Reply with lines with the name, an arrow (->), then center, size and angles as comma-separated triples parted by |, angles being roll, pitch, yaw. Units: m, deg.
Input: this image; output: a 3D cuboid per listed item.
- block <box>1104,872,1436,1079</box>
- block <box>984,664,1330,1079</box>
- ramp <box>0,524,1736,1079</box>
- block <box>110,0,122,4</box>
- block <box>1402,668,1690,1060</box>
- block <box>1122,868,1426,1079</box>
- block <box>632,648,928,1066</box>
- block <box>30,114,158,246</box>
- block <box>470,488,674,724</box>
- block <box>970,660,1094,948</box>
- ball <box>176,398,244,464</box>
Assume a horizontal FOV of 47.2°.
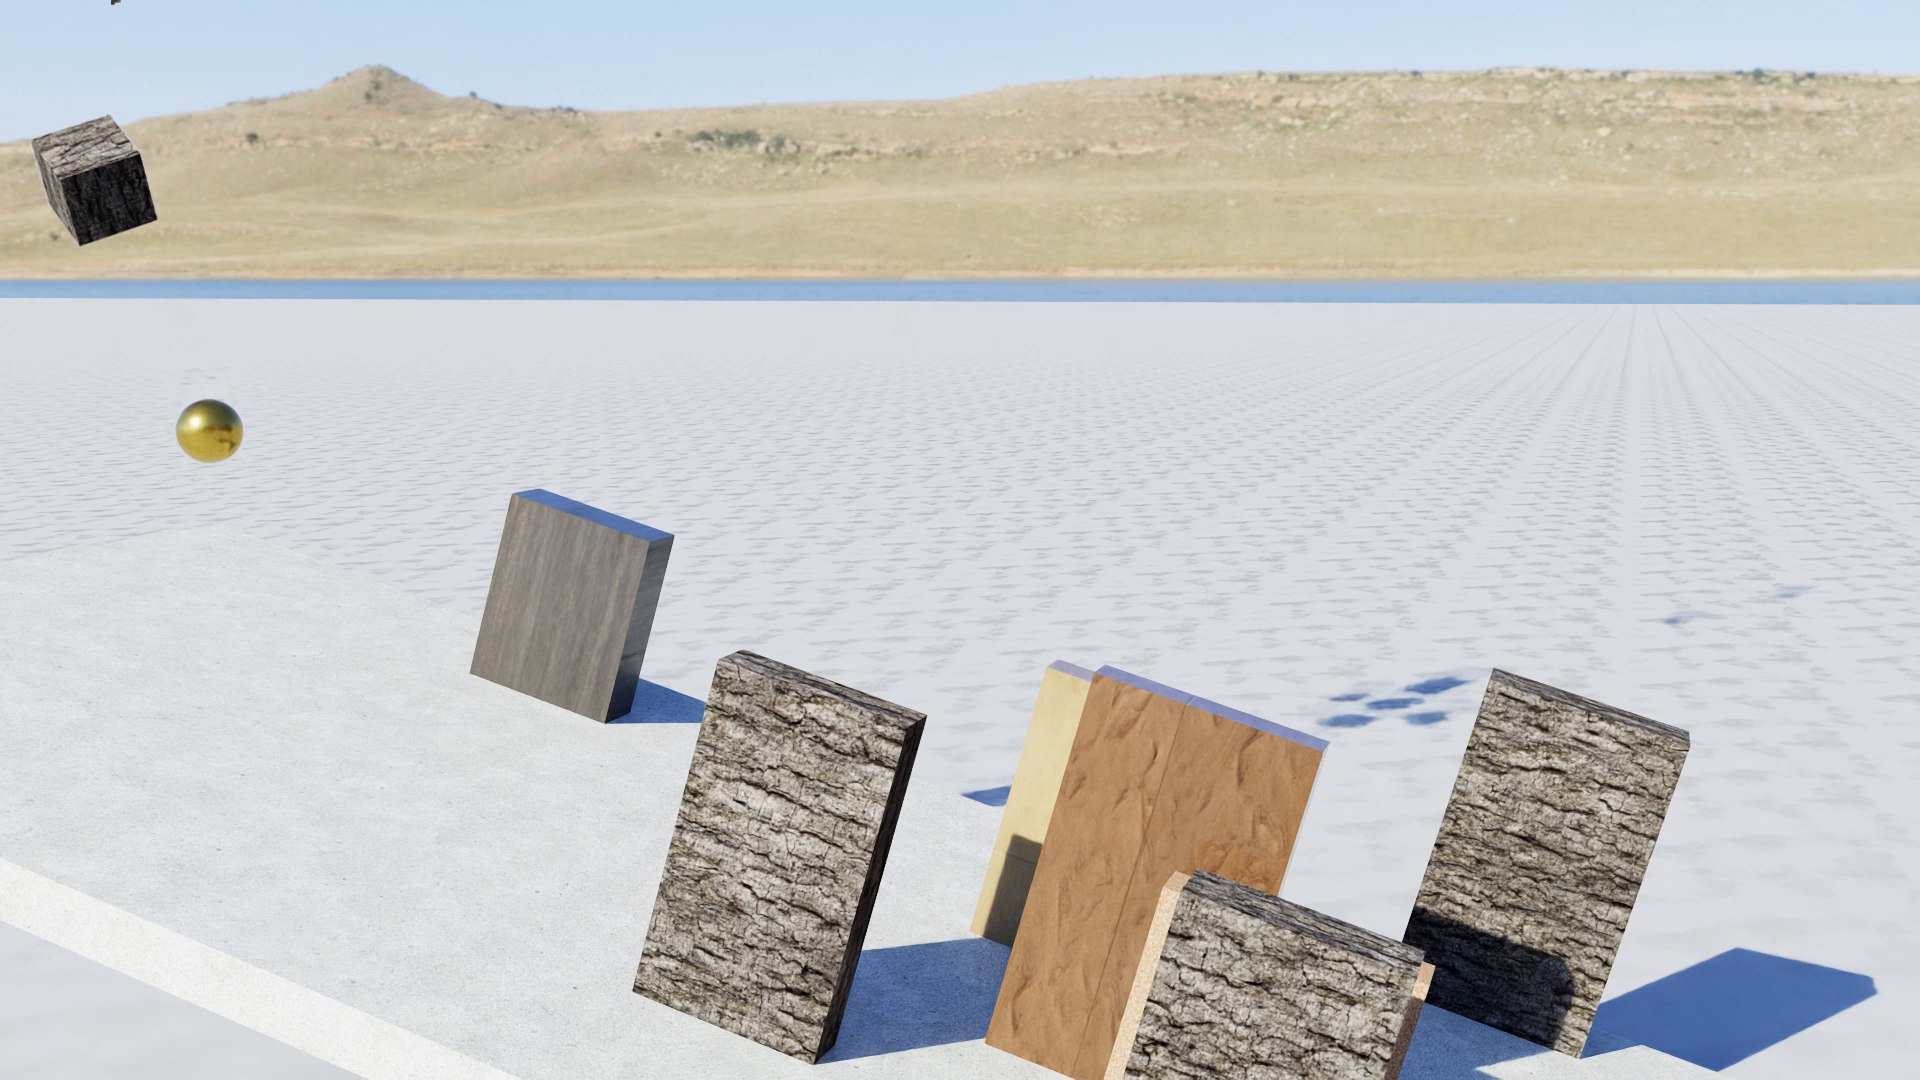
block -> 0.488, 0.829, 3.581 | 0.443, 0.438, 0.101 | 19, 12, 14
block -> 0.332, 0.610, 3.770 | 0.404, 0.696, 0.082 | 19, 12, 14
ramp -> -0.377, 0.736, 4.239 | 4.000, 0.100, 2.000 | 19, 12, 14
block -> -1.806, -1.320, 4.812 | 0.202, 0.202, 0.202 | -27, 25, -5
block -> 1.211, 0.675, 4.624 | 0.415, 0.704, 0.148 | 19, 12, 14
block -> 0.397, 0.814, 3.107 | 0.336, 0.604, 0.124 | 19, 12, 14
block -> -0.300, 0.519, 3.618 | 0.335, 0.594, 0.104 | 19, 12, 14
block -> -1.951, -0.812, 4.959 | 0.181, 0.181, 0.181 | -26, 52, -26
block -> -0.888, 0.148, 5.026 | 0.353, 0.435, 0.133 | 19, 12, 14
block -> 0.301, 0.569, 4.275 | 0.425, 0.560, 0.091 | 19, 12, 14
ball -> -1.553, -0.226, 4.552 | 0.134, 0.134, 0.134 | 0, 7, 0
